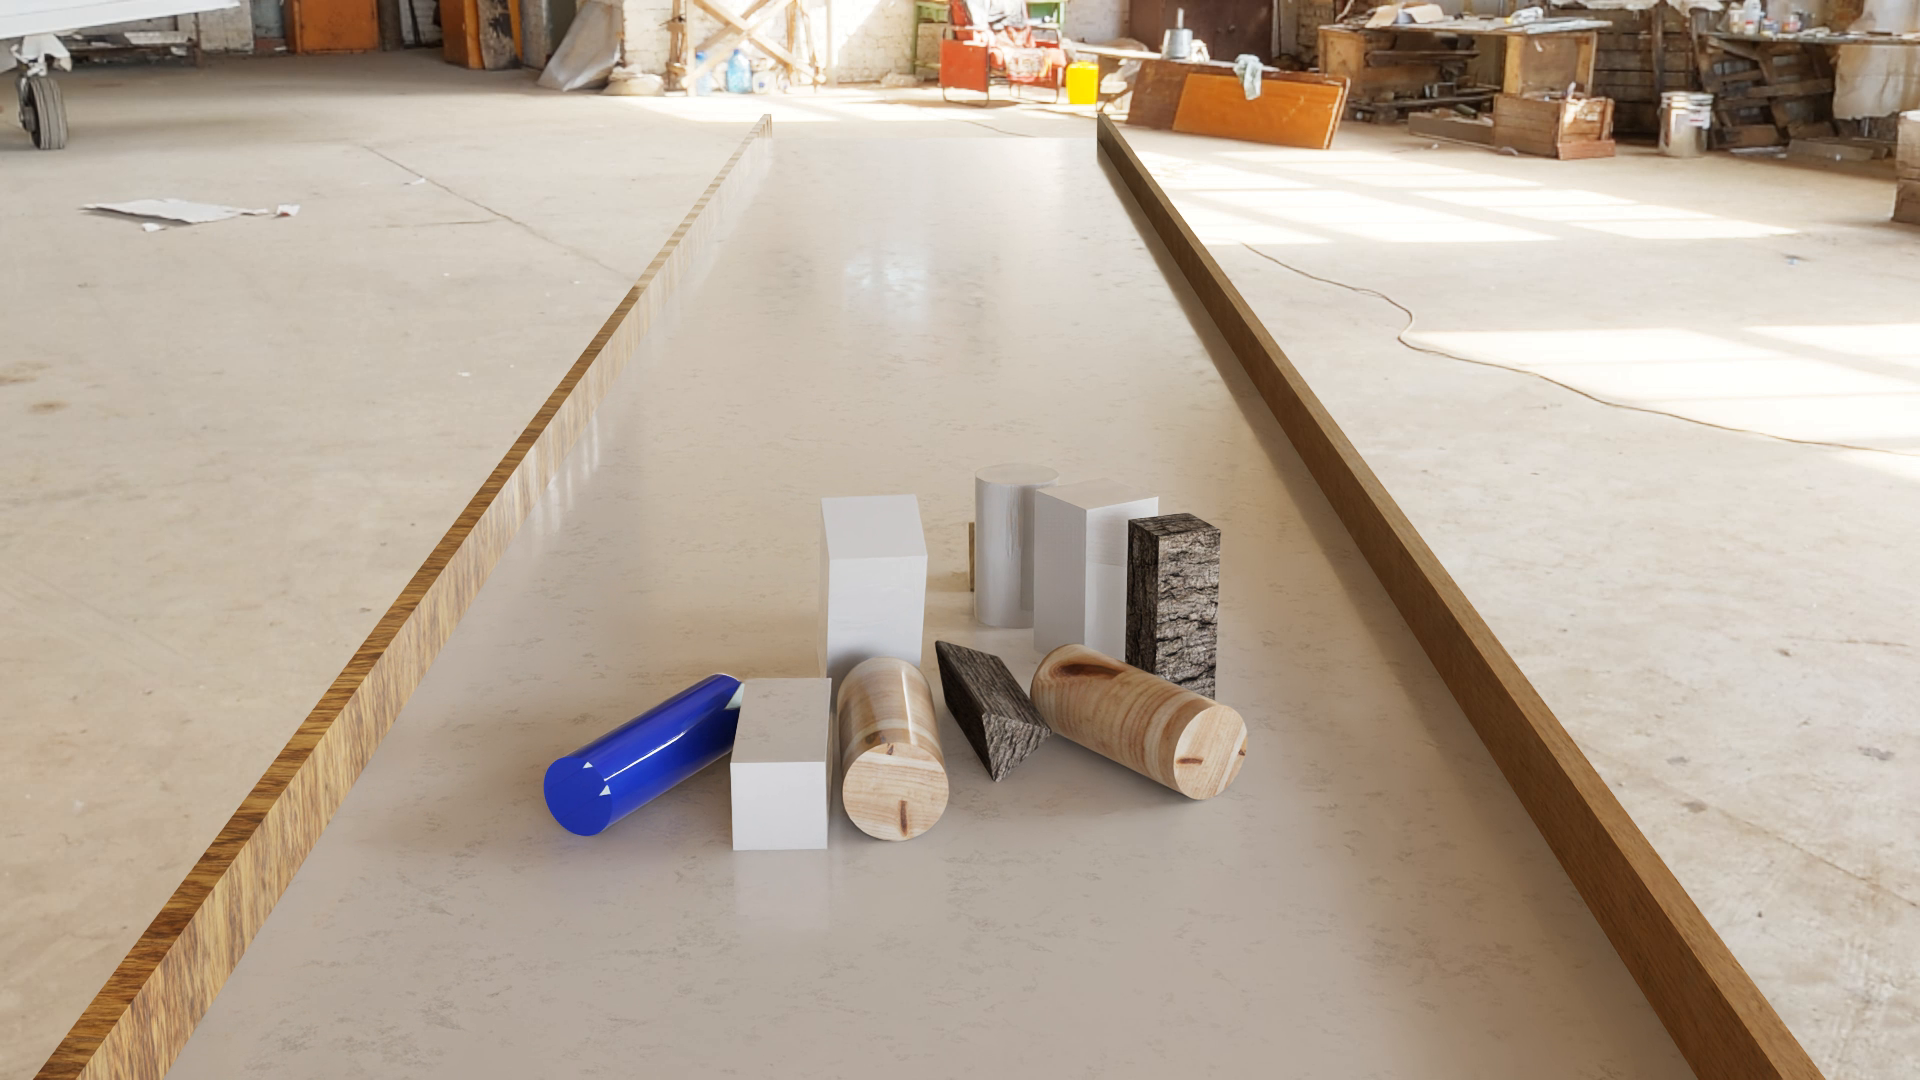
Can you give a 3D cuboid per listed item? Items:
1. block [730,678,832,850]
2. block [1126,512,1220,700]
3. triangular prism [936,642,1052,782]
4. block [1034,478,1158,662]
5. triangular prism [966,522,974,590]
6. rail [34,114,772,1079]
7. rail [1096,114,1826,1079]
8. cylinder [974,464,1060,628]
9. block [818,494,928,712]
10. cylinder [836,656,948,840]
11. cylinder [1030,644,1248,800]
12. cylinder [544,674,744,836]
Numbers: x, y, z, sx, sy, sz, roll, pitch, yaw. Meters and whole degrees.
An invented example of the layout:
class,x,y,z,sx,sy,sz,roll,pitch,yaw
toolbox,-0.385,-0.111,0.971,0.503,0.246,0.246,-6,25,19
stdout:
class,x,y,z,sx,sy,sz,roll,pitch,yaw
block,-0.296,0.372,3.712,0.151,0.151,0.388,-1,17,-2
block,0.398,0.141,4.134,0.127,0.353,0.127,-7,18,-21
triangular prism,0.033,0.283,3.970,0.132,0.114,0.388,-42,21,1
block,0.270,0.069,4.406,0.174,0.336,0.174,-10,20,-31
triangular prism,0.238,0.021,4.906,0.440,0.135,0.156,-1,17,-3
rail,-1.118,-0.838,7.780,0.050,0.150,12.000,0,17,-1
rail,0.932,-0.844,7.801,0.050,0.150,12.000,0,17,-1
cylinder,0.119,0.011,4.643,0.177,0.312,0.177,0,17,0
block,-0.167,0.121,4.089,0.175,0.379,0.175,-2,40,-8
cylinder,-0.120,0.349,3.753,0.172,0.172,0.413,-1,17,-4
cylinder,0.309,0.315,3.876,0.167,0.167,0.394,-12,20,-34
cylinder,-0.522,0.361,3.770,0.137,0.137,0.443,8,18,26
